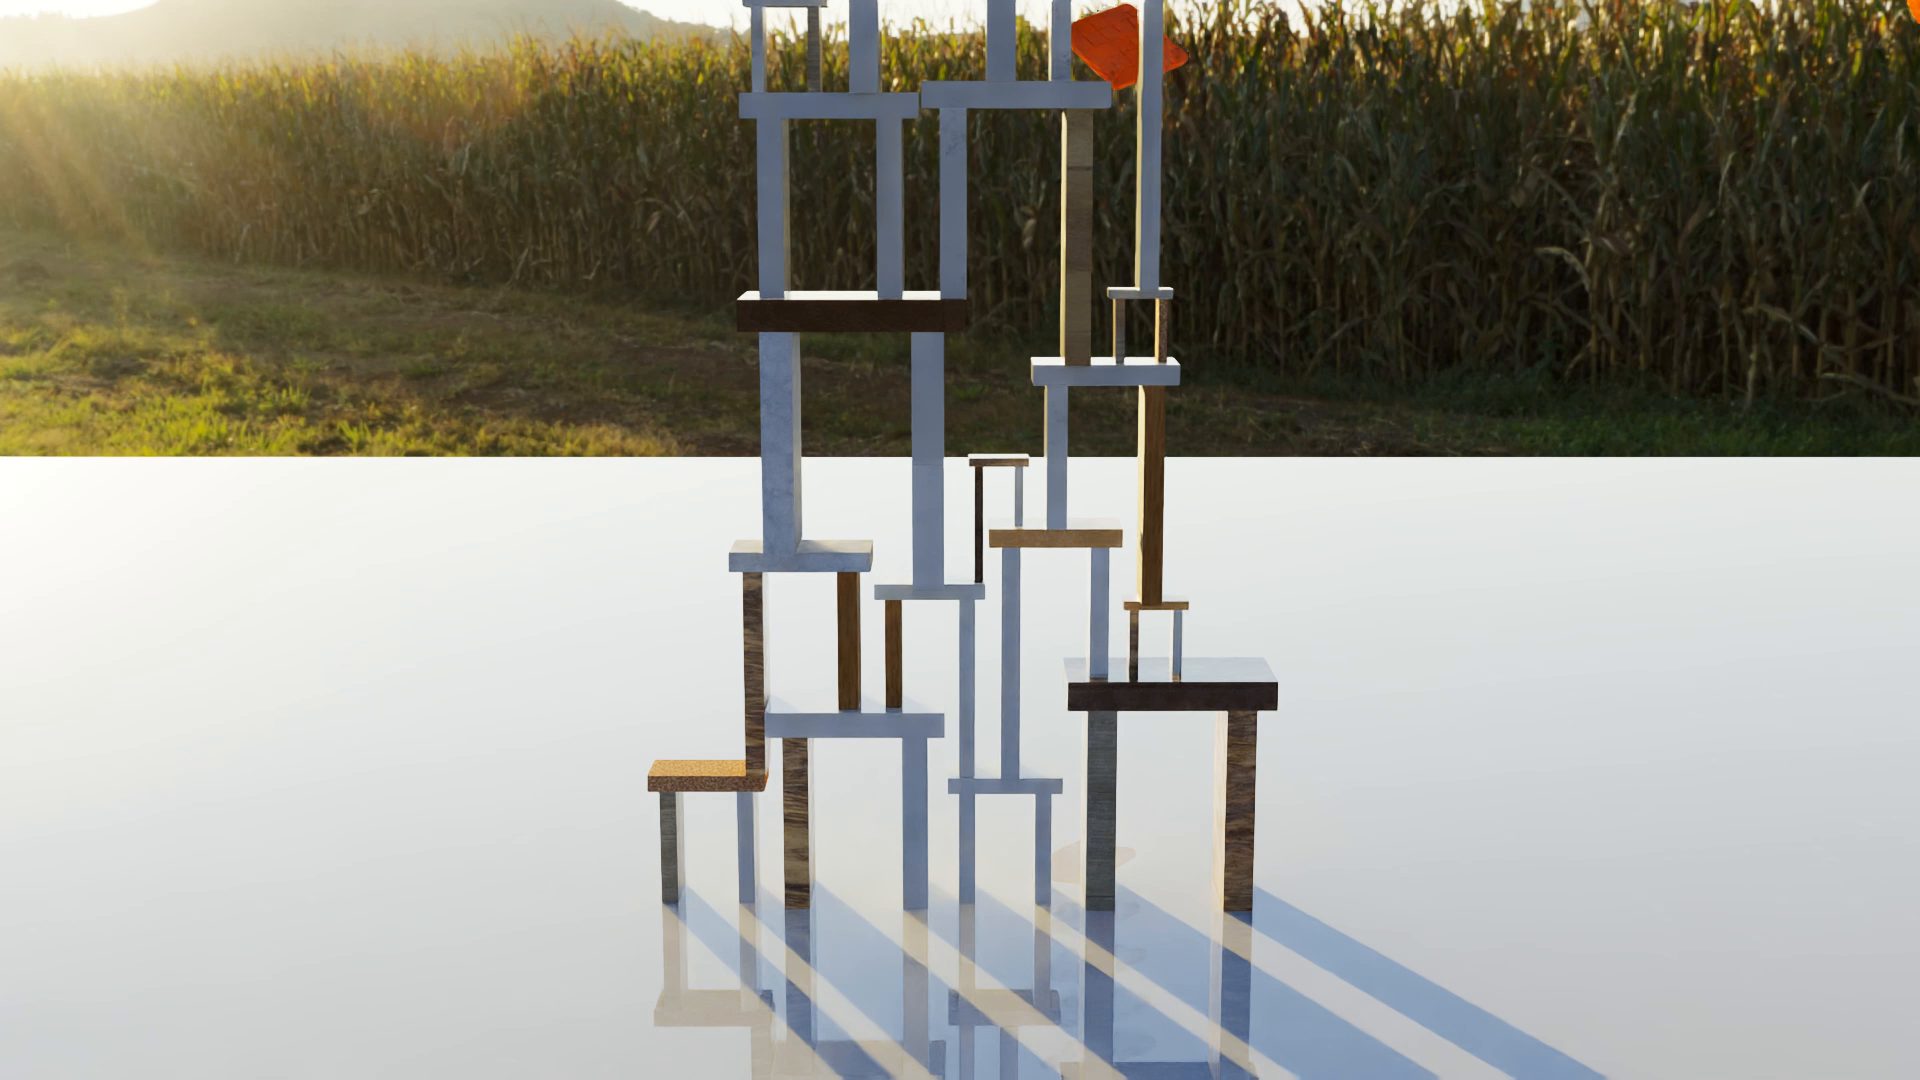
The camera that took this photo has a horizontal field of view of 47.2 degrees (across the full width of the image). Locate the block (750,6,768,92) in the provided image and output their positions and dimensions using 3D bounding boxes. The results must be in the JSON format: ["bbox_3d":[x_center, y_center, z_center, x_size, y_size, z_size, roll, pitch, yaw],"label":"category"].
[{"bbox_3d":[-0.312,-0.761,3.415,0.018,0.131,0.065,0,11,0],"label":"block"}]

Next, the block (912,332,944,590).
[{"bbox_3d":[-0.050,-0.138,3.536,0.050,0.409,0.177,0,11,0],"label":"block"}]

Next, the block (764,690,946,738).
[{"bbox_3d":[-0.169,0.285,3.610,0.290,0.041,0.145,0,11,0],"label":"block"}]

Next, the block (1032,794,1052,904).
[{"bbox_3d":[0.136,0.498,3.651,0.027,0.187,0.094,0,11,0],"label":"block"}]

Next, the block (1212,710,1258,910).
[{"bbox_3d":[0.453,0.424,3.639,0.048,0.337,0.168,0,11,0],"label":"block"}]

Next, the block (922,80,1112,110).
[{"bbox_3d":[0.087,-0.693,3.427,0.291,0.041,0.145,0,11,0],"label":"block"}]

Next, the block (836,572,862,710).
[{"bbox_3d":[-0.181,0.153,3.591,0.032,0.227,0.113,0,11,0],"label":"block"}]

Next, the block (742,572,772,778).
[{"bbox_3d":[-0.332,0.209,3.601,0.032,0.341,0.113,0,11,0],"label":"block"}]

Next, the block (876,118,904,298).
[{"bbox_3d":[-0.109,-0.523,3.463,0.039,0.275,0.138,0,11,0],"label":"block"}]

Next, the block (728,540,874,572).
[{"bbox_3d":[-0.256,0.025,3.567,0.227,0.032,0.113,0,11,0],"label":"block"}]

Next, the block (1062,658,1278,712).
[{"bbox_3d":[0.341,0.235,3.604,0.337,0.048,0.168,0,11,0],"label":"block"}]

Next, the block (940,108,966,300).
[{"bbox_3d":[-0.010,-0.530,3.458,0.041,0.291,0.145,0,11,0],"label":"block"}]

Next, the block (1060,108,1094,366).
[{"bbox_3d":[0.184,-0.479,3.467,0.041,0.394,0.145,0,11,0],"label":"block"}]

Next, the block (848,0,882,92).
[{"bbox_3d":[-0.146,-0.859,3.395,0.044,0.332,0.157,0,11,0],"label":"block"}]

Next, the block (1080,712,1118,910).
[{"bbox_3d":[0.229,0.424,3.639,0.048,0.337,0.168,0,11,0],"label":"block"}]

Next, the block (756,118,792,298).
[{"bbox_3d":[-0.293,-0.523,3.463,0.039,0.275,0.138,0,11,0],"label":"block"}]

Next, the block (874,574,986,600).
[{"bbox_3d":[-0.048,0.076,3.577,0.179,0.025,0.090,0,11,0],"label":"block"}]

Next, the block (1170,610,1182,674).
[{"bbox_3d":[0.352,0.161,3.588,0.015,0.105,0.053,0,11,0],"label":"block"}]

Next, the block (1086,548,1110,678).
[{"bbox_3d":[0.224,0.107,3.579,0.030,0.213,0.107,0,11,0],"label":"block"}]

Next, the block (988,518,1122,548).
[{"bbox_3d":[0.153,-0.012,3.556,0.213,0.030,0.107,0,11,0],"label":"block"}]

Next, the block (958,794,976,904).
[{"bbox_3d":[0.012,0.498,3.651,0.027,0.187,0.094,0,11,0],"label":"block"}]

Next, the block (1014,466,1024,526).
[{"bbox_3d":[0.094,-0.074,3.542,0.014,0.096,0.048,0,11,0],"label":"block"}]

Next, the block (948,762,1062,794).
[{"bbox_3d":[0.074,0.393,3.632,0.187,0.027,0.094,0,11,0],"label":"block"}]

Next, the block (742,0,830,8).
[{"bbox_3d":[-0.269,-0.834,3.401,0.130,0.018,0.065,0,11,-1],"label":"block"}]

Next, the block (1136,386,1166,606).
[{"bbox_3d":[0.307,-0.079,3.541,0.033,0.354,0.115,0,11,0],"label":"block"}]

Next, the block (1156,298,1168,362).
[{"bbox_3d":[0.321,-0.336,3.497,0.014,0.101,0.050,0,11,0],"label":"block"}]

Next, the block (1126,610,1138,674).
[{"bbox_3d":[0.282,0.161,3.588,0.015,0.105,0.053,0,11,0],"label":"block"}]

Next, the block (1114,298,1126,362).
[{"bbox_3d":[0.253,-0.335,3.497,0.014,0.101,0.050,-1,11,0],"label":"block"}]

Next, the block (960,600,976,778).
[{"bbox_3d":[0.011,0.234,3.606,0.025,0.296,0.090,0,11,0],"label":"block"}]

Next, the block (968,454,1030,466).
[{"bbox_3d":[0.062,-0.128,3.531,0.096,0.014,0.048,0,11,-1],"label":"block"}]

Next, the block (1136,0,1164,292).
[{"bbox_3d":[0.295,-0.659,3.425,0.030,0.534,0.107,0,11,1],"label":"block"}]

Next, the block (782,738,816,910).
[{"bbox_3d":[-0.266,0.448,3.640,0.041,0.290,0.145,0,11,0],"label":"block"}]

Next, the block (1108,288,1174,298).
[{"bbox_3d":[0.286,-0.391,3.483,0.101,0.014,0.050,0,11,0],"label":"block"}]

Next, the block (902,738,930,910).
[{"bbox_3d":[-0.073,0.448,3.640,0.041,0.290,0.145,0,11,0],"label":"block"}]

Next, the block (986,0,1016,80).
[{"bbox_3d":[0.063,-0.868,3.394,0.044,0.314,0.157,0,11,0],"label":"block"}]

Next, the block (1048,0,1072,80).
[{"bbox_3d":[0.154,-0.818,3.401,0.030,0.213,0.107,-1,11,0],"label":"block"}]

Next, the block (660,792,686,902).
[{"bbox_3d":[-0.478,0.496,3.655,0.027,0.190,0.095,0,11,0],"label":"block"}]

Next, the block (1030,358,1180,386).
[{"bbox_3d":[0.230,-0.269,3.505,0.230,0.033,0.115,0,11,0],"label":"block"}]

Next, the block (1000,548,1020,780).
[{"bbox_3d":[0.082,0.191,3.594,0.030,0.384,0.107,0,11,0],"label":"block"}]

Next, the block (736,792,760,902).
[{"bbox_3d":[-0.351,0.496,3.655,0.027,0.190,0.095,0,11,0],"label":"block"}]

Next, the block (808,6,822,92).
[{"bbox_3d":[-0.225,-0.761,3.416,0.018,0.131,0.065,0,11,0],"label":"block"}]

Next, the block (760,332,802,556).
[{"bbox_3d":[-0.286,-0.165,3.531,0.050,0.355,0.177,0,11,0],"label":"block"}]

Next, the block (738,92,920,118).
[{"bbox_3d":[-0.201,-0.678,3.433,0.275,0.039,0.138,0,11,0],"label":"block"}]

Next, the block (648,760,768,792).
[{"bbox_3d":[-0.415,0.389,3.635,0.190,0.027,0.095,0,11,0],"label":"block"}]

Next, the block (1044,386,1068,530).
[{"bbox_3d":[0.153,-0.140,3.530,0.033,0.230,0.115,0,11,0],"label":"block"}]

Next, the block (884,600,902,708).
[{"bbox_3d":[-0.108,0.176,3.596,0.025,0.179,0.090,0,11,0],"label":"block"}]

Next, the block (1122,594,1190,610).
[{"bbox_3d":[0.317,0.101,3.577,0.105,0.015,0.053,0,11,0],"label":"block"}]

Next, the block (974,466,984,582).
[{"bbox_3d":[0.030,-0.028,3.549,0.014,0.189,0.048,0,11,-1],"label":"block"}]

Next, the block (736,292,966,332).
[{"bbox_3d":[-0.168,-0.363,3.493,0.355,0.050,0.177,0,11,0],"label":"block"}]
